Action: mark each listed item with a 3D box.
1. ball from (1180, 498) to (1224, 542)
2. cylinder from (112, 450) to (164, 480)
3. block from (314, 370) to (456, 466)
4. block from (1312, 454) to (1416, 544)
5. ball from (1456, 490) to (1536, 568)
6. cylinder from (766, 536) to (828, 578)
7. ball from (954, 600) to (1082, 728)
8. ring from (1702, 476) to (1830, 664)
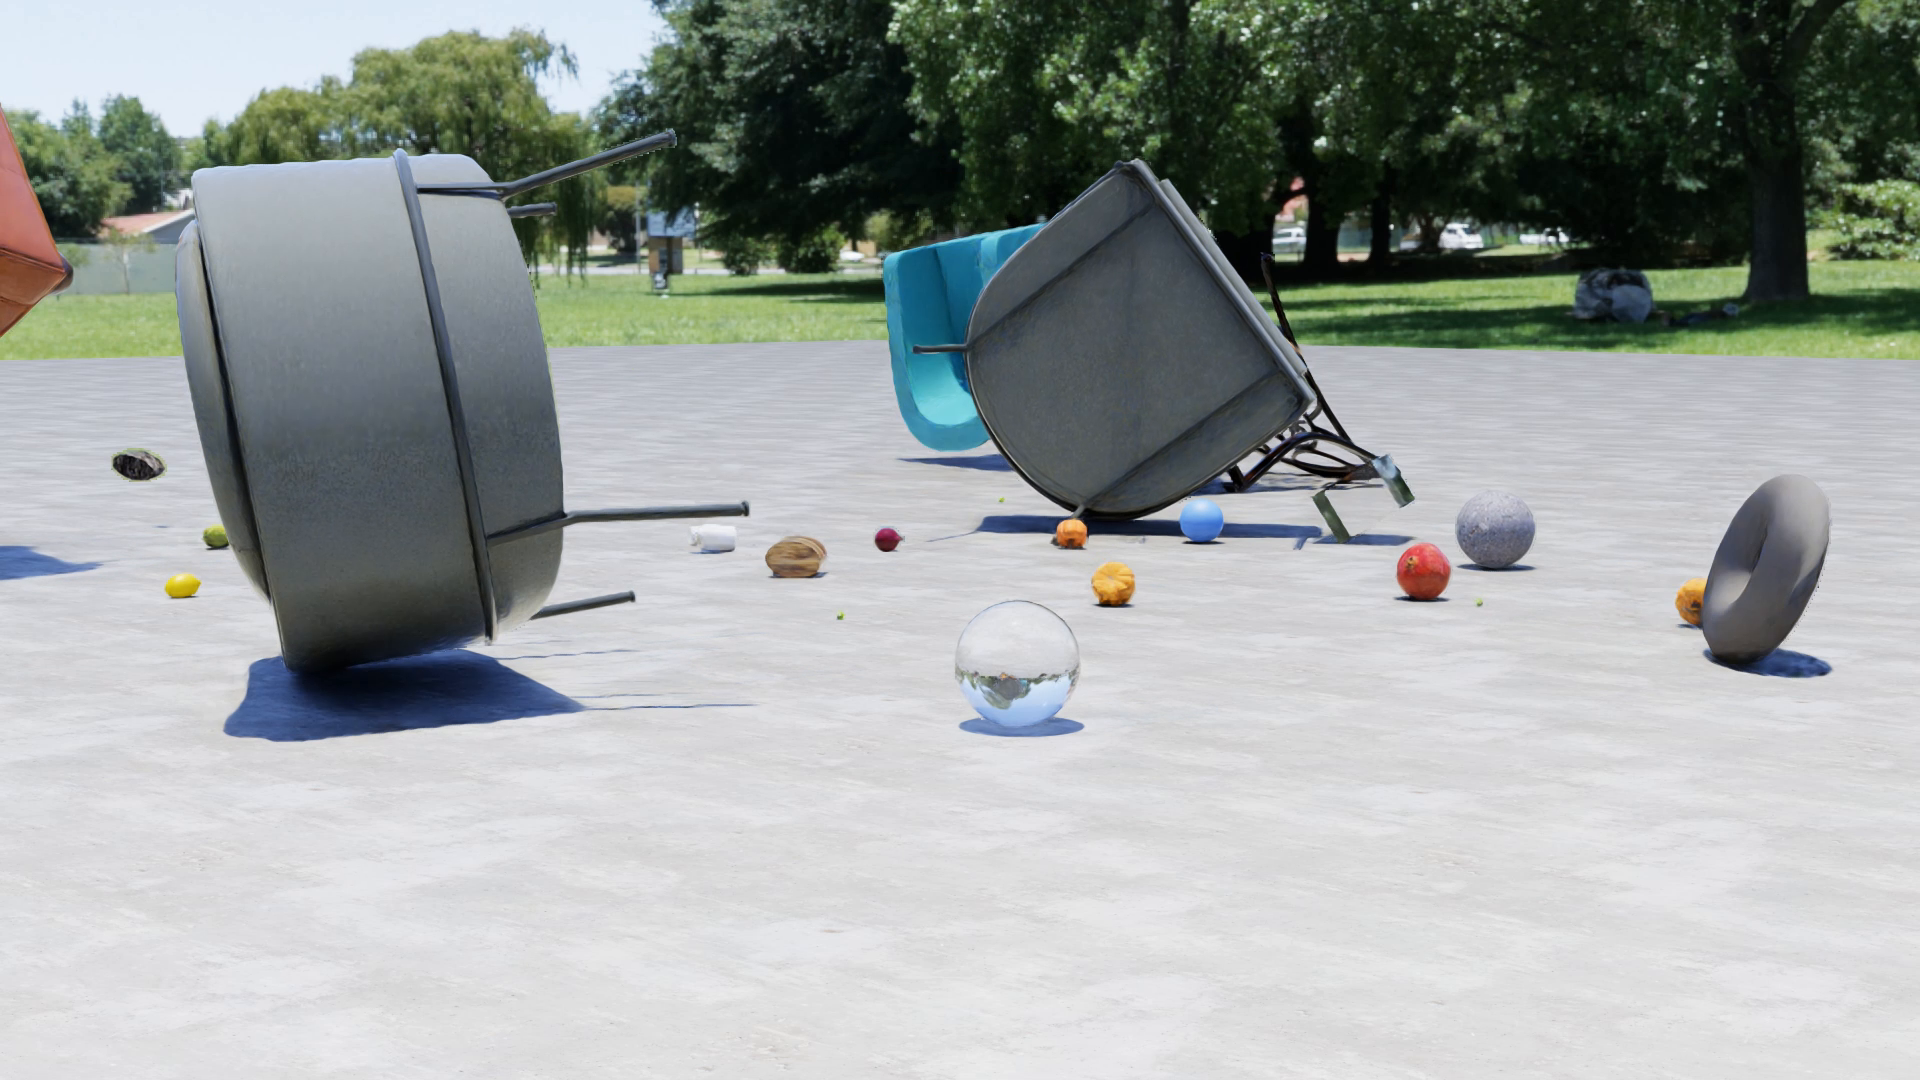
[{"bbox_3d":[0.597,-0.048,6.342,0.109,0.109,0.109,0,6,0],"label":"ball"},{"bbox_3d":[-2.151,-0.195,6.716,0.116,0.062,0.061,18,17,8],"label":"cylinder"},{"bbox_3d":[-1.637,-0.350,7.317,0.255,0.223,0.303,-6,5,14],"label":"block"},{"bbox_3d":[1.009,-0.104,6.407,0.174,0.136,0.262,-32,-5,18],"label":"block"},{"bbox_3d":[1.209,-0.025,5.795,0.176,0.176,0.176,0,6,0],"label":"ball"},{"bbox_3d":[-0.360,0.037,5.652,0.120,0.081,0.137,8,6,3],"label":"cylinder"},{"bbox_3d":[0.084,0.181,3.750,0.186,0.186,0.186,0,6,0],"label":"ball"},{"bbox_3d":[1.373,0.049,4.380,0.097,0.343,0.381,21,12,0],"label":"ring"}]
